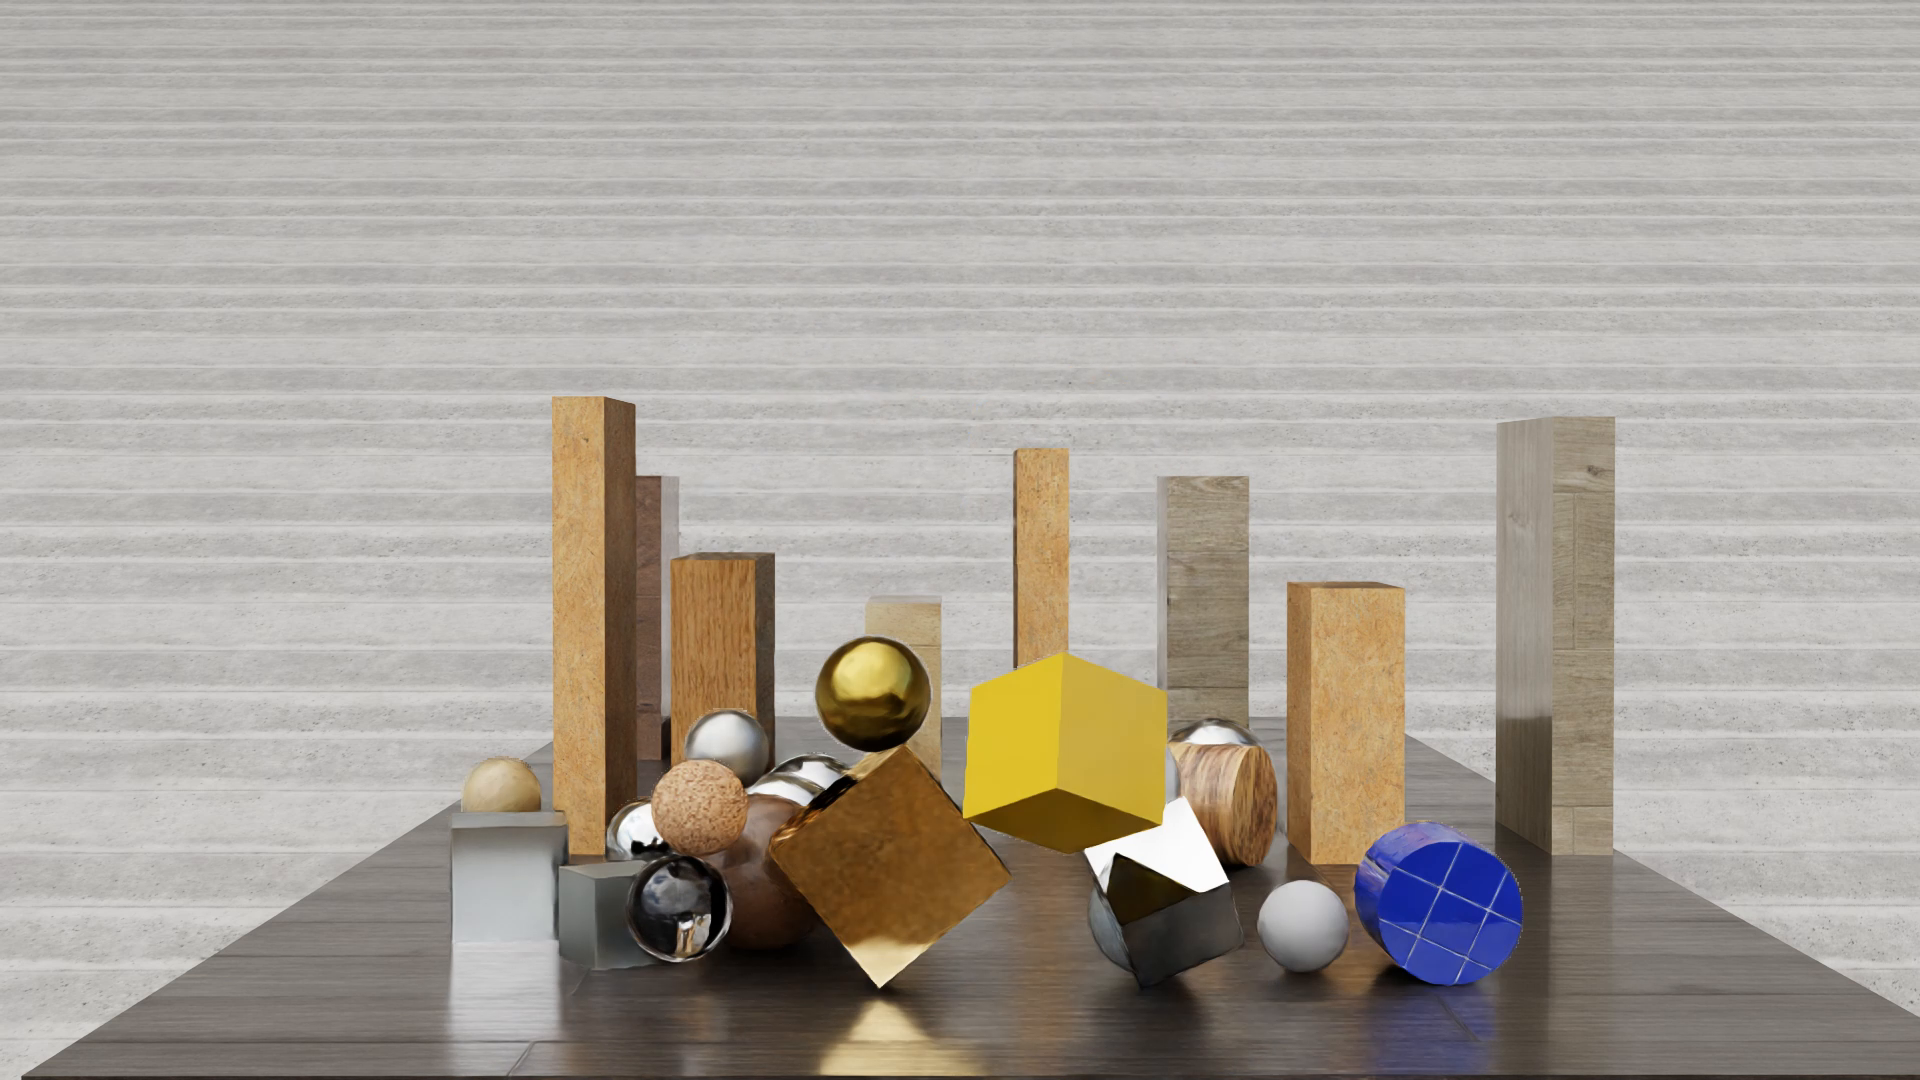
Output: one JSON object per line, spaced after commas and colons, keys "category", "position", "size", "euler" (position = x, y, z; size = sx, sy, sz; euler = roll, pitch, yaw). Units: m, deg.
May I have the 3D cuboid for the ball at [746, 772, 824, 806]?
{"category": "ball", "position": [-0.247, 0.414, 3.477], "size": [0.203, 0.203, 0.203], "euler": [0, 27, 0]}

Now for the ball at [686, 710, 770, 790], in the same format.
{"category": "ball", "position": [-0.297, 0.270, 3.297], "size": [0.108, 0.108, 0.108], "euler": [0, 27, 0]}

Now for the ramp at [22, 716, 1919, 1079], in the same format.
{"category": "ramp", "position": [0.060, 0.543, 4.579], "size": [2.000, 0.100, 4.000], "euler": [0, 1, 0]}

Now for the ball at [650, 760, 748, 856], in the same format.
{"category": "ball", "position": [-0.313, 0.322, 3.102], "size": [0.117, 0.117, 0.117], "euler": [0, 27, 0]}

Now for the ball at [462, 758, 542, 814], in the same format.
{"category": "ball", "position": [-0.724, 0.408, 4.080], "size": [0.124, 0.124, 0.124], "euler": [0, 27, 0]}

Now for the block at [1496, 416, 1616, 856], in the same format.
{"category": "block", "position": [0.991, 0.148, 4.318], "size": [0.098, 0.698, 0.431], "euler": [0, 1, 0]}

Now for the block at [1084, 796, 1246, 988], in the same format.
{"category": "block", "position": [0.232, 0.402, 2.943], "size": [0.130, 0.130, 0.130], "euler": [-22, 46, -3]}

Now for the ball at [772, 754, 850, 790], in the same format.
{"category": "ball", "position": [-0.217, 0.403, 3.819], "size": [0.173, 0.173, 0.173], "euler": [0, 27, 0]}

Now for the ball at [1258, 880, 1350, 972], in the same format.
{"category": "ball", "position": [0.416, 0.468, 3.124], "size": [0.111, 0.111, 0.111], "euler": [0, 27, 0]}

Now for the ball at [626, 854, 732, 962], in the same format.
{"category": "ball", "position": [-0.339, 0.445, 3.121], "size": [0.129, 0.129, 0.129], "euler": [0, 27, 0]}

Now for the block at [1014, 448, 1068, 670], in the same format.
{"category": "block", "position": [0.154, 0.155, 4.982], "size": [0.094, 0.657, 0.401], "euler": [0, 1, 0]}

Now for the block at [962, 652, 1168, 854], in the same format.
{"category": "block", "position": [0.113, 0.231, 2.764], "size": [0.151, 0.151, 0.151], "euler": [22, -31, -34]}

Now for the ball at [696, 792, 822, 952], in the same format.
{"category": "ball", "position": [-0.254, 0.420, 3.265], "size": [0.200, 0.200, 0.200], "euler": [0, 27, 0]}

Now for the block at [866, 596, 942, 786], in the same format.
{"category": "block", "position": [-0.085, 0.298, 4.006], "size": [0.113, 0.413, 0.290], "euler": [0, 1, 0]}

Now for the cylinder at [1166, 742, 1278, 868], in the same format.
{"category": "cylinder", "position": [0.373, 0.410, 4.017], "size": [0.186, 0.186, 0.186], "euler": [0, 24, 28]}

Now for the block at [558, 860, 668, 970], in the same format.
{"category": "block", "position": [-0.425, 0.465, 3.211], "size": [0.112, 0.112, 0.112], "euler": [-1, 1, -31]}

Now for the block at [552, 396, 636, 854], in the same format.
{"category": "block", "position": [-0.608, 0.133, 4.318], "size": [0.083, 0.731, 0.407], "euler": [0, 1, 0]}

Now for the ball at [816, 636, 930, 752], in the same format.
{"category": "ball", "position": [-0.101, 0.179, 3.005], "size": [0.135, 0.135, 0.135], "euler": [0, 27, 0]}

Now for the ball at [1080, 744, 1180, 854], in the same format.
{"category": "ball", "position": [0.185, 0.306, 3.222], "size": [0.180, 0.180, 0.180], "euler": [0, 27, 0]}

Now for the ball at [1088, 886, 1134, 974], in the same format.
{"category": "ball", "position": [0.230, 0.449, 3.103], "size": [0.150, 0.150, 0.150], "euler": [0, 27, 0]}

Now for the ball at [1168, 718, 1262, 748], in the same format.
{"category": "ball", "position": [0.430, 0.400, 4.382], "size": [0.193, 0.193, 0.193], "euler": [0, 27, 0]}

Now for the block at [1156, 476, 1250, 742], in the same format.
{"category": "block", "position": [0.455, 0.183, 4.866], "size": [0.149, 0.606, 0.270], "euler": [0, 1, 0]}

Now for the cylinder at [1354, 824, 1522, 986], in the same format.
{"category": "cylinder", "position": [0.575, 0.438, 3.120], "size": [0.170, 0.170, 0.170], "euler": [0, 1, -1]}

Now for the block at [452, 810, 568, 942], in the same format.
{"category": "block", "position": [-0.595, 0.443, 3.413], "size": [0.148, 0.148, 0.148], "euler": [0, 1, -11]}

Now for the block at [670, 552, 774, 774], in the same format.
{"category": "block", "position": [-0.366, 0.265, 4.026], "size": [0.126, 0.480, 0.386], "euler": [0, 1, 0]}

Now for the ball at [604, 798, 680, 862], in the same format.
{"category": "ball", "position": [-0.451, 0.443, 3.761], "size": [0.134, 0.134, 0.134], "euler": [0, 27, 0]}

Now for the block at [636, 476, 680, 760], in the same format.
{"category": "block", "position": [-0.699, 0.163, 5.719], "size": [0.117, 0.611, 0.374], "euler": [0, 1, 0]}

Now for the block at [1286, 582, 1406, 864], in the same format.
{"category": "block", "position": [0.617, 0.286, 4.152], "size": [0.145, 0.429, 0.295], "euler": [0, 1, 0]}

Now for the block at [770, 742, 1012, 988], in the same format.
{"category": "block", "position": [-0.086, 0.378, 3.086], "size": [0.201, 0.201, 0.201], "euler": [-39, 2, -3]}
